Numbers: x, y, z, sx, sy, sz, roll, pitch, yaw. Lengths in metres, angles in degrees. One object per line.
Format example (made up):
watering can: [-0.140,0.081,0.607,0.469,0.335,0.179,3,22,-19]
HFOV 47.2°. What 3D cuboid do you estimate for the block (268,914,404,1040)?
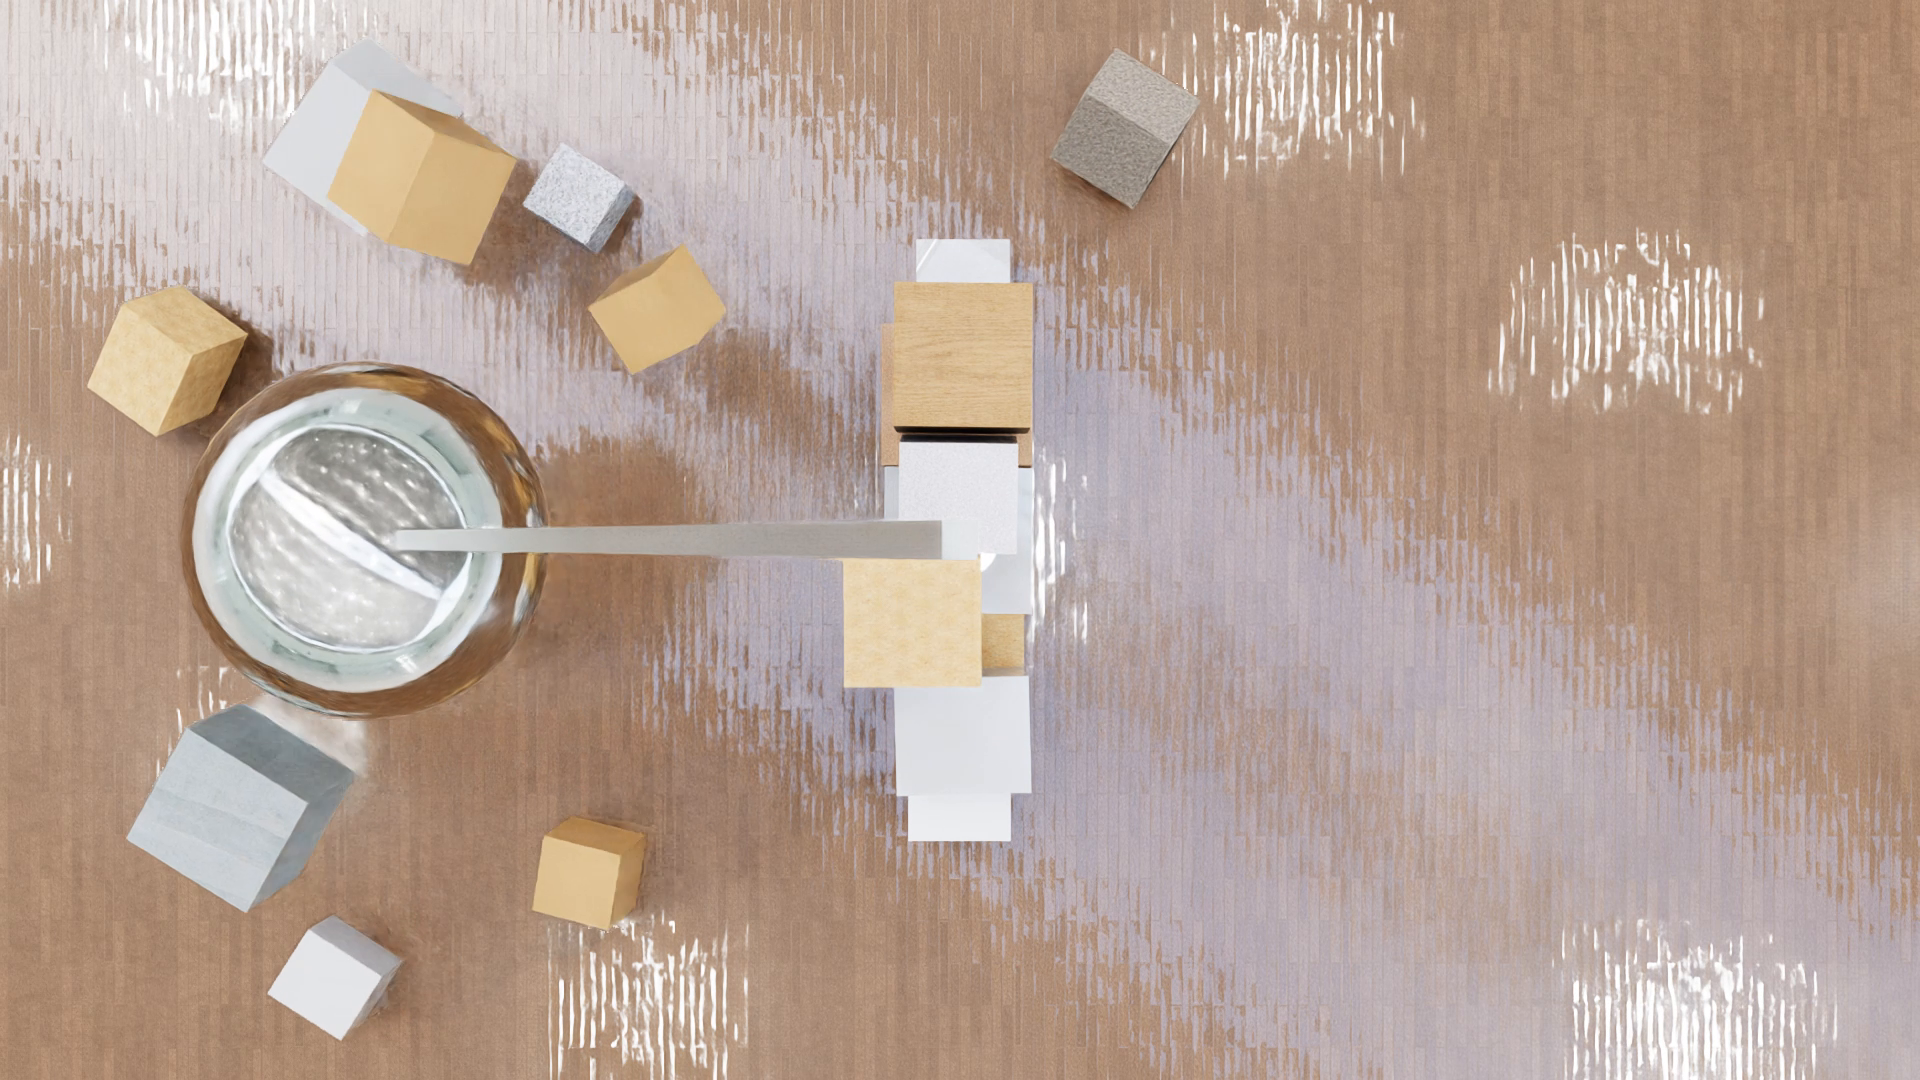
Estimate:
block: [-3.615,2.532,12.756,0.497,0.488,0.434,33,90,0]

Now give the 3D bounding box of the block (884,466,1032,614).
block: [-0.012,0.001,12.591,0.820,0.817,0.806,1,90,0]

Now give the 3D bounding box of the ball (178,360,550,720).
ball: [-2.639,0.000,9.820,1.600,1.600,1.600,0,90,0]

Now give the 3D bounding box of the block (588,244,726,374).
block: [-1.505,-1.150,10.950,0.440,0.368,0.400,-21,112,31]

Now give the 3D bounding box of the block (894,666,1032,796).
block: [0.014,1.044,12.110,0.722,0.607,0.627,-1,92,0]

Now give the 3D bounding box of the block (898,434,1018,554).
block: [-0.009,-0.253,11.868,0.624,0.557,0.585,1,97,0]

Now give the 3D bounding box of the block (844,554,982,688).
block: [-0.246,0.397,11.808,0.716,0.745,0.677,0,95,0]

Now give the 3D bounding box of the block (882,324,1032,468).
block: [-0.017,-0.804,12.564,0.831,0.871,0.780,0,90,0]

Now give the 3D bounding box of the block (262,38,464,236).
block: [-3.113,-2.118,11.519,0.623,0.726,0.650,37,108,-13]

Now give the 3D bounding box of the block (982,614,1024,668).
block: [0.007,0.754,12.708,0.706,0.585,0.683,0,90,0]

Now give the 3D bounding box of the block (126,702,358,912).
block: [-3.617,1.341,11.118,0.701,0.648,0.657,31,99,1]

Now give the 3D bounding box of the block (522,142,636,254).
block: [-2.208,-1.980,12.784,0.431,0.432,0.421,32,90,0]

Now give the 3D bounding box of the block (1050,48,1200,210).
block: [0.946,-2.361,12.639,0.574,0.555,0.462,32,52,0]

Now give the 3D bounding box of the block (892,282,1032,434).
block: [0.015,-0.966,11.791,0.720,0.675,0.752,1,90,0]

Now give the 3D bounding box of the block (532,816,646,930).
block: [-2.137,1.921,12.711,0.468,0.424,0.452,12,101,10]

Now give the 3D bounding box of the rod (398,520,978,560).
rod: [-1.144,0.000,6.766,0.080,5.200,0.080,0,90,-26]

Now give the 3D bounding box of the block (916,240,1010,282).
block: [0.017,-1.452,12.722,0.526,0.556,0.496,0,90,0]

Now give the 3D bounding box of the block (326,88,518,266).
block: [-2.516,-1.691,10.278,0.521,0.499,0.557,35,104,33]

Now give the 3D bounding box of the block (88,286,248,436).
block: [-4.545,-1.032,12.621,0.498,0.529,0.585,35,115,4]

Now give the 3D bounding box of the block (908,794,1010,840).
block: [-0.003,1.403,12.714,0.575,0.572,0.595,0,90,0]
